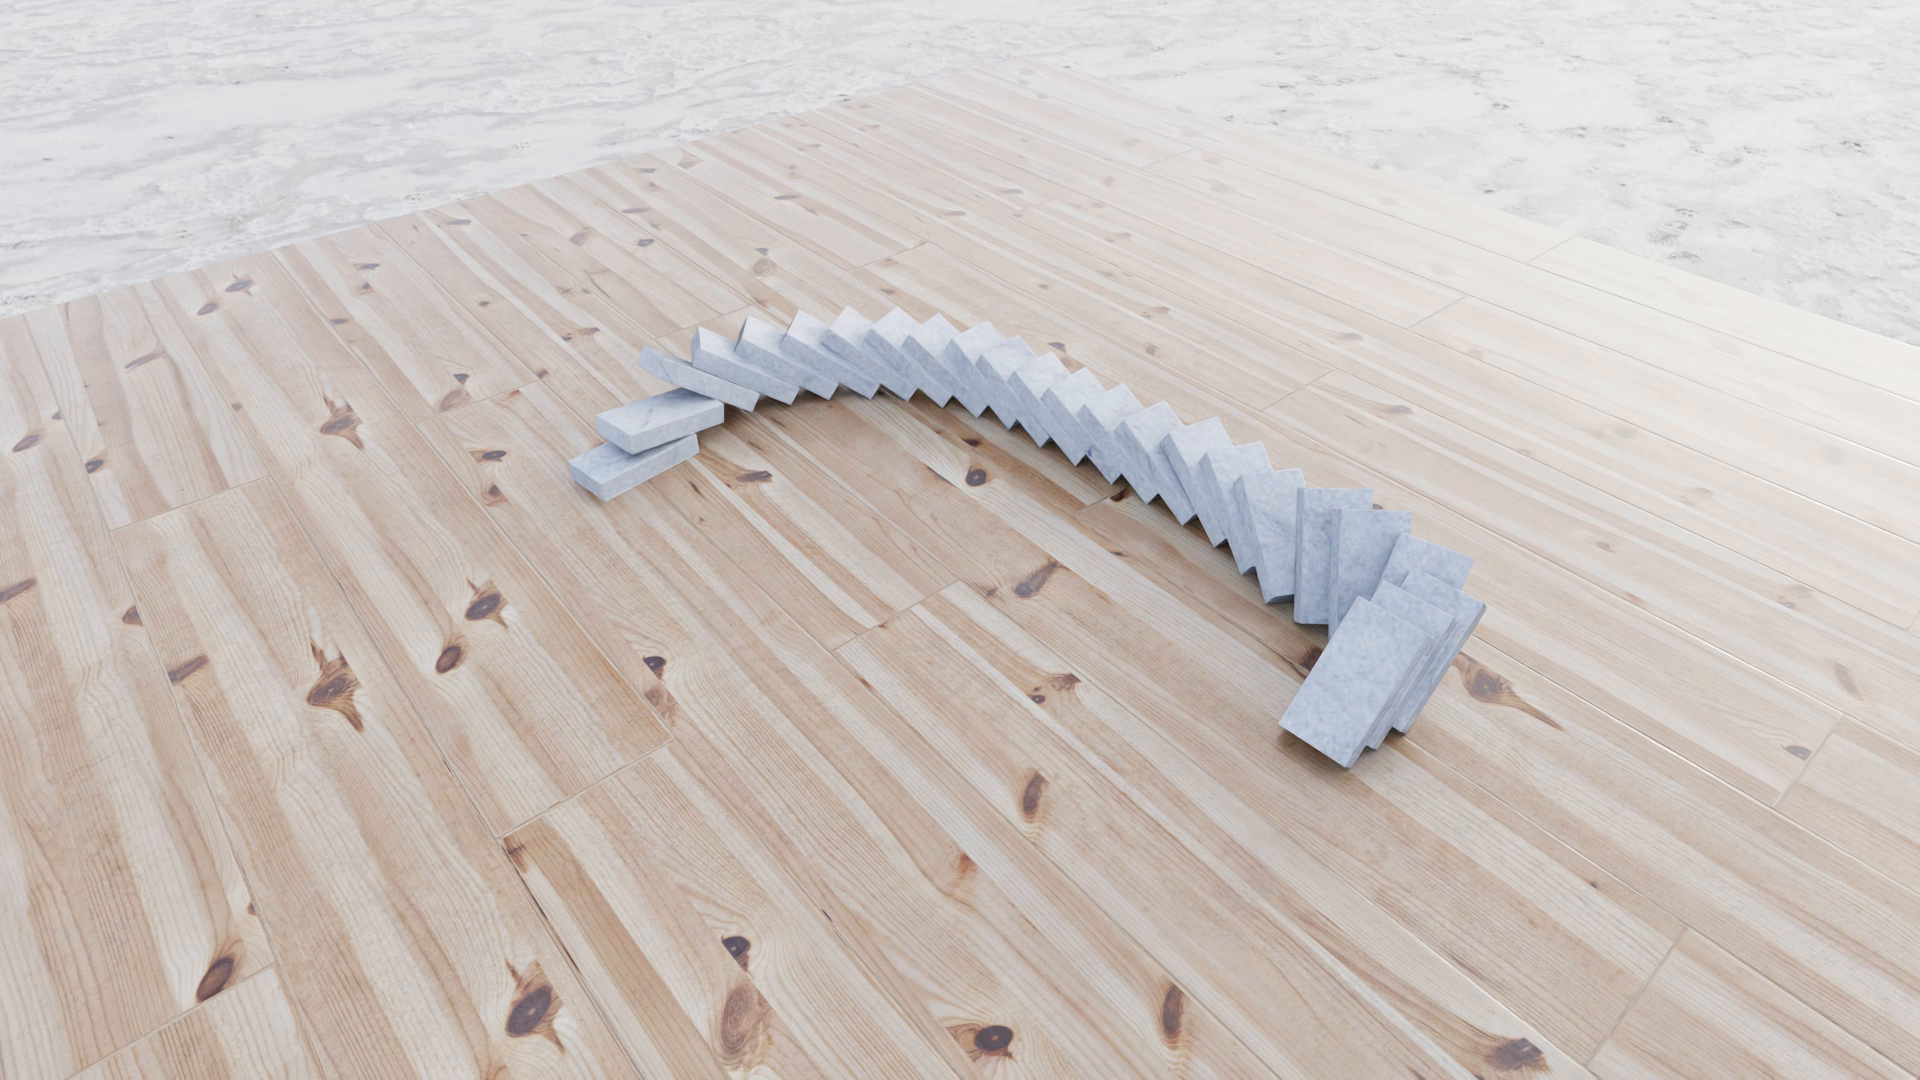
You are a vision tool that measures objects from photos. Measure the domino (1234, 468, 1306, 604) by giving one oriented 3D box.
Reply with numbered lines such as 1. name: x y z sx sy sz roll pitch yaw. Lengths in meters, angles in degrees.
1. domino: 0.125 -0.002 0.426 0.025 0.010 0.050 -7 71 -9

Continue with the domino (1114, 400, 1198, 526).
1. domino: 0.090 -0.033 0.466 0.025 0.010 0.050 -26 75 -28

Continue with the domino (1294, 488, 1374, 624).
1. domino: 0.138 0.006 0.408 0.025 0.050 0.009 1 1 1

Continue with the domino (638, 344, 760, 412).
1. domino: -0.121 -0.074 0.509 0.050 0.009 0.025 17 11 -42

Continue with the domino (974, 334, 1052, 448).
1. domino: 0.032 -0.069 0.509 0.025 0.009 0.050 -32 79 -33

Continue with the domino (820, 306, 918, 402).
1. domino: -0.040 -0.091 0.535 0.050 0.010 0.025 33 41 -9

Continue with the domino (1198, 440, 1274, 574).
1. domino: 0.117 -0.013 0.440 0.025 0.009 0.050 -12 72 -14

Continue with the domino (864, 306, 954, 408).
1. domino: -0.020 -0.089 0.533 0.050 0.010 0.025 40 46 -1

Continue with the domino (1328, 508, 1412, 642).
1. domino: 0.148 0.014 0.398 0.025 0.050 0.010 2 1 2

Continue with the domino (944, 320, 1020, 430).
1. domino: 0.018 -0.078 0.520 0.025 0.009 0.050 -31 78 -34

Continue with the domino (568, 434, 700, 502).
1. domino: -0.144 -0.037 0.489 0.025 0.009 0.050 30 48 31

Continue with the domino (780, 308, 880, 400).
1. domino: -0.061 -0.090 0.535 0.050 0.010 0.025 28 38 -14

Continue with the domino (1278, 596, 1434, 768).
1. domino: 0.129 0.046 0.361 0.025 0.050 0.010 34 6 34

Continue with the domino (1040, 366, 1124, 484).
1. domino: 0.061 -0.051 0.488 0.025 0.010 0.050 -32 78 -33

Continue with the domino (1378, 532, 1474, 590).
1. domino: 0.157 0.025 0.385 0.025 0.050 0.010 23 2 20

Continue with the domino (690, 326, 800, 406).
1. domino: -0.102 -0.083 0.524 0.050 0.009 0.025 20 27 -28

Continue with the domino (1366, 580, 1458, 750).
1. domino: 0.140 0.042 0.367 0.025 0.050 0.009 34 6 34

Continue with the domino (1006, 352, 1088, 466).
1. domino: 0.047 -0.060 0.498 0.025 0.010 0.050 -32 78 -33

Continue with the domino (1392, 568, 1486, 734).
1. domino: 0.152 0.037 0.372 0.025 0.050 0.009 34 6 34

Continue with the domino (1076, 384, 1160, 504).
1. domino: 0.076 -0.042 0.477 0.025 0.010 0.050 -30 76 -31

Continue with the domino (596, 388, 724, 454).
1. domino: -0.134 -0.055 0.493 0.025 0.010 0.050 29 38 30

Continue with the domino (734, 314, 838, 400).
1. domino: -0.083 -0.088 0.531 0.050 0.009 0.025 25 32 -20

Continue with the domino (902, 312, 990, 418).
1. domino: -0.001 -0.084 0.527 0.050 0.010 0.025 44 49 2

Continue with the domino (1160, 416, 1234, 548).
1. domino: 0.106 -0.024 0.454 0.025 0.009 0.050 -18 74 -21
